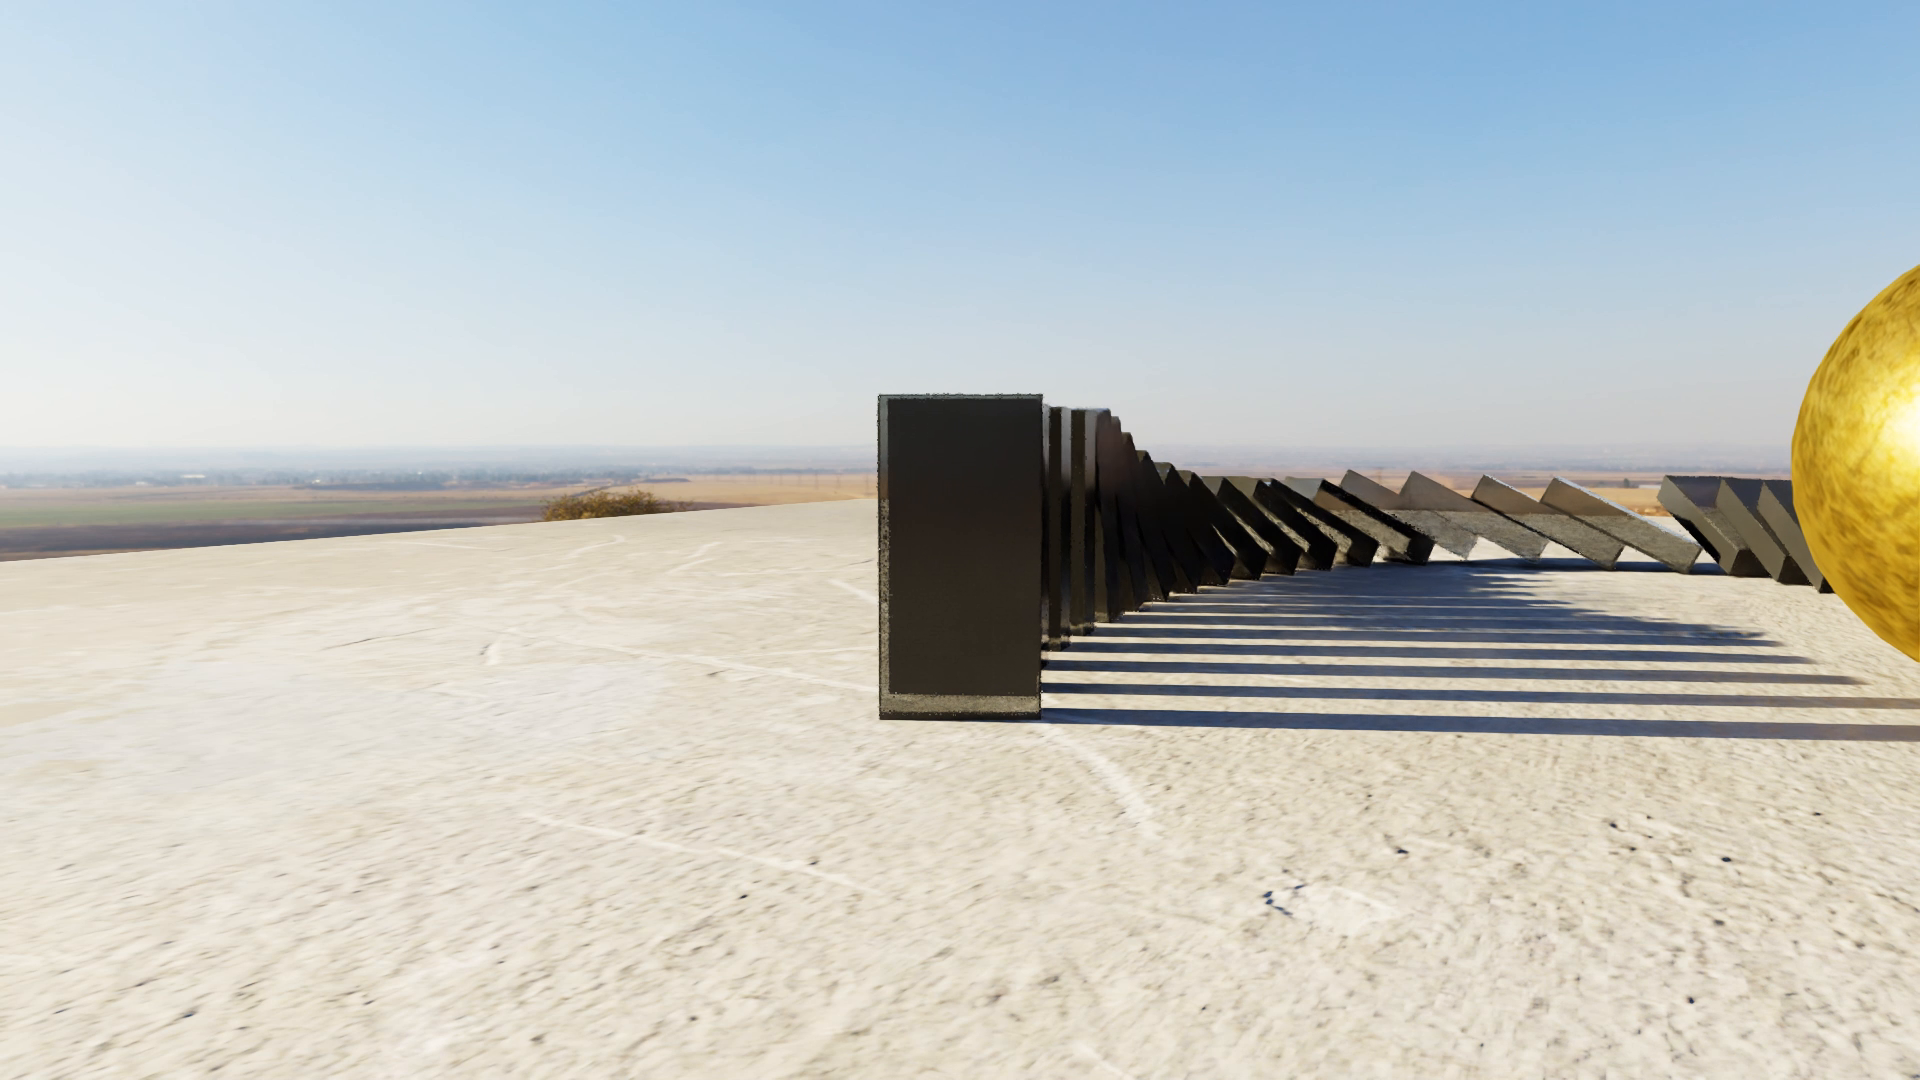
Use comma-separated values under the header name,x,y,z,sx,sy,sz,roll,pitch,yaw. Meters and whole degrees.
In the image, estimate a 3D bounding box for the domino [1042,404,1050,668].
name,x,y,z,sx,sy,sz,roll,pitch,yaw
domino,0.004,-0.001,0.246,0.025,0.050,0.010,1,4,12

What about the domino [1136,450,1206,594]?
name,x,y,z,sx,sy,sz,roll,pitch,yaw
domino,0.048,-0.005,0.356,0.025,0.009,0.050,3,-38,36

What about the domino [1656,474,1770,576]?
name,x,y,z,sx,sy,sz,roll,pitch,yaw
domino,0.258,-0.005,0.428,0.025,0.010,0.050,2,31,-1

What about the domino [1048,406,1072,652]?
name,x,y,z,sx,sy,sz,roll,pitch,yaw
domino,0.010,-0.003,0.269,0.025,0.050,0.009,1,4,17

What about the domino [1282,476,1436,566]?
name,x,y,z,sx,sy,sz,roll,pitch,yaw
domino,0.139,-0.007,0.452,0.050,0.010,0.025,26,-3,-16

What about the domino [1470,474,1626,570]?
name,x,y,z,sx,sy,sz,roll,pitch,yaw
domino,0.204,-0.007,0.446,0.050,0.009,0.025,31,15,21

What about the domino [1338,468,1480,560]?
name,x,y,z,sx,sy,sz,roll,pitch,yaw
domino,0.163,-0.009,0.465,0.050,0.009,0.025,31,10,21

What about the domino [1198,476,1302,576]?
name,x,y,z,sx,sy,sz,roll,pitch,yaw
domino,0.085,-0.005,0.409,0.025,0.009,0.050,5,-23,47

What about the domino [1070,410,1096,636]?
name,x,y,z,sx,sy,sz,roll,pitch,yaw
domino,0.017,-0.004,0.290,0.025,0.050,0.009,2,5,20

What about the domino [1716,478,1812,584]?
name,x,y,z,sx,sy,sz,roll,pitch,yaw
domino,0.262,-0.003,0.405,0.025,0.010,0.050,2,31,7

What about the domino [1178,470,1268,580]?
name,x,y,z,sx,sy,sz,roll,pitch,yaw
domino,0.071,-0.004,0.392,0.025,0.009,0.050,4,-26,44

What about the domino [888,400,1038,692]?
name,x,y,z,sx,sy,sz,roll,pitch,yaw
domino,0.001,0.001,0.224,0.025,0.050,0.009,0,4,4

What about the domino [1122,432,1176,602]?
name,x,y,z,sx,sy,sz,roll,pitch,yaw
domino,0.038,-0.006,0.339,0.025,0.050,0.010,3,43,32

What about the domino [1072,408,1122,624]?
name,x,y,z,sx,sy,sz,roll,pitch,yaw
domino,0.024,-0.006,0.308,0.025,0.050,0.009,2,16,28

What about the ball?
name,x,y,z,sx,sy,sz,roll,pitch,yaw
ball,0.180,-0.013,0.204,0.080,0.080,0.080,0,4,0

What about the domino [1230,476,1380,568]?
name,x,y,z,sx,sy,sz,roll,pitch,yaw
domino,0.117,-0.006,0.443,0.050,0.009,0.025,27,-7,-21

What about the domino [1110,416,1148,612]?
name,x,y,z,sx,sy,sz,roll,pitch,yaw
domino,0.031,-0.006,0.323,0.025,0.050,0.009,2,30,29

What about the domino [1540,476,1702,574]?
name,x,y,z,sx,sy,sz,roll,pitch,yaw
domino,0.224,-0.006,0.436,0.050,0.010,0.025,32,18,23

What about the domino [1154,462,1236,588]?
name,x,y,z,sx,sy,sz,roll,pitch,yaw
domino,0.059,-0.004,0.374,0.025,0.010,0.050,3,-31,38

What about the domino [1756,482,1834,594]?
name,x,y,z,sx,sy,sz,roll,pitch,yaw
domino,0.261,-0.001,0.382,0.025,0.009,0.050,1,31,11

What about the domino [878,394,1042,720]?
name,x,y,z,sx,sy,sz,roll,pitch,yaw
domino,0.000,0.002,0.201,0.025,0.050,0.009,0,4,0

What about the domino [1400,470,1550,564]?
name,x,y,z,sx,sy,sz,roll,pitch,yaw
domino,0.181,-0.008,0.451,0.050,0.010,0.025,31,11,21

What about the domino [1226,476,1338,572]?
name,x,y,z,sx,sy,sz,roll,pitch,yaw
domino,0.101,-0.005,0.425,0.050,0.009,0.025,32,-17,-37
